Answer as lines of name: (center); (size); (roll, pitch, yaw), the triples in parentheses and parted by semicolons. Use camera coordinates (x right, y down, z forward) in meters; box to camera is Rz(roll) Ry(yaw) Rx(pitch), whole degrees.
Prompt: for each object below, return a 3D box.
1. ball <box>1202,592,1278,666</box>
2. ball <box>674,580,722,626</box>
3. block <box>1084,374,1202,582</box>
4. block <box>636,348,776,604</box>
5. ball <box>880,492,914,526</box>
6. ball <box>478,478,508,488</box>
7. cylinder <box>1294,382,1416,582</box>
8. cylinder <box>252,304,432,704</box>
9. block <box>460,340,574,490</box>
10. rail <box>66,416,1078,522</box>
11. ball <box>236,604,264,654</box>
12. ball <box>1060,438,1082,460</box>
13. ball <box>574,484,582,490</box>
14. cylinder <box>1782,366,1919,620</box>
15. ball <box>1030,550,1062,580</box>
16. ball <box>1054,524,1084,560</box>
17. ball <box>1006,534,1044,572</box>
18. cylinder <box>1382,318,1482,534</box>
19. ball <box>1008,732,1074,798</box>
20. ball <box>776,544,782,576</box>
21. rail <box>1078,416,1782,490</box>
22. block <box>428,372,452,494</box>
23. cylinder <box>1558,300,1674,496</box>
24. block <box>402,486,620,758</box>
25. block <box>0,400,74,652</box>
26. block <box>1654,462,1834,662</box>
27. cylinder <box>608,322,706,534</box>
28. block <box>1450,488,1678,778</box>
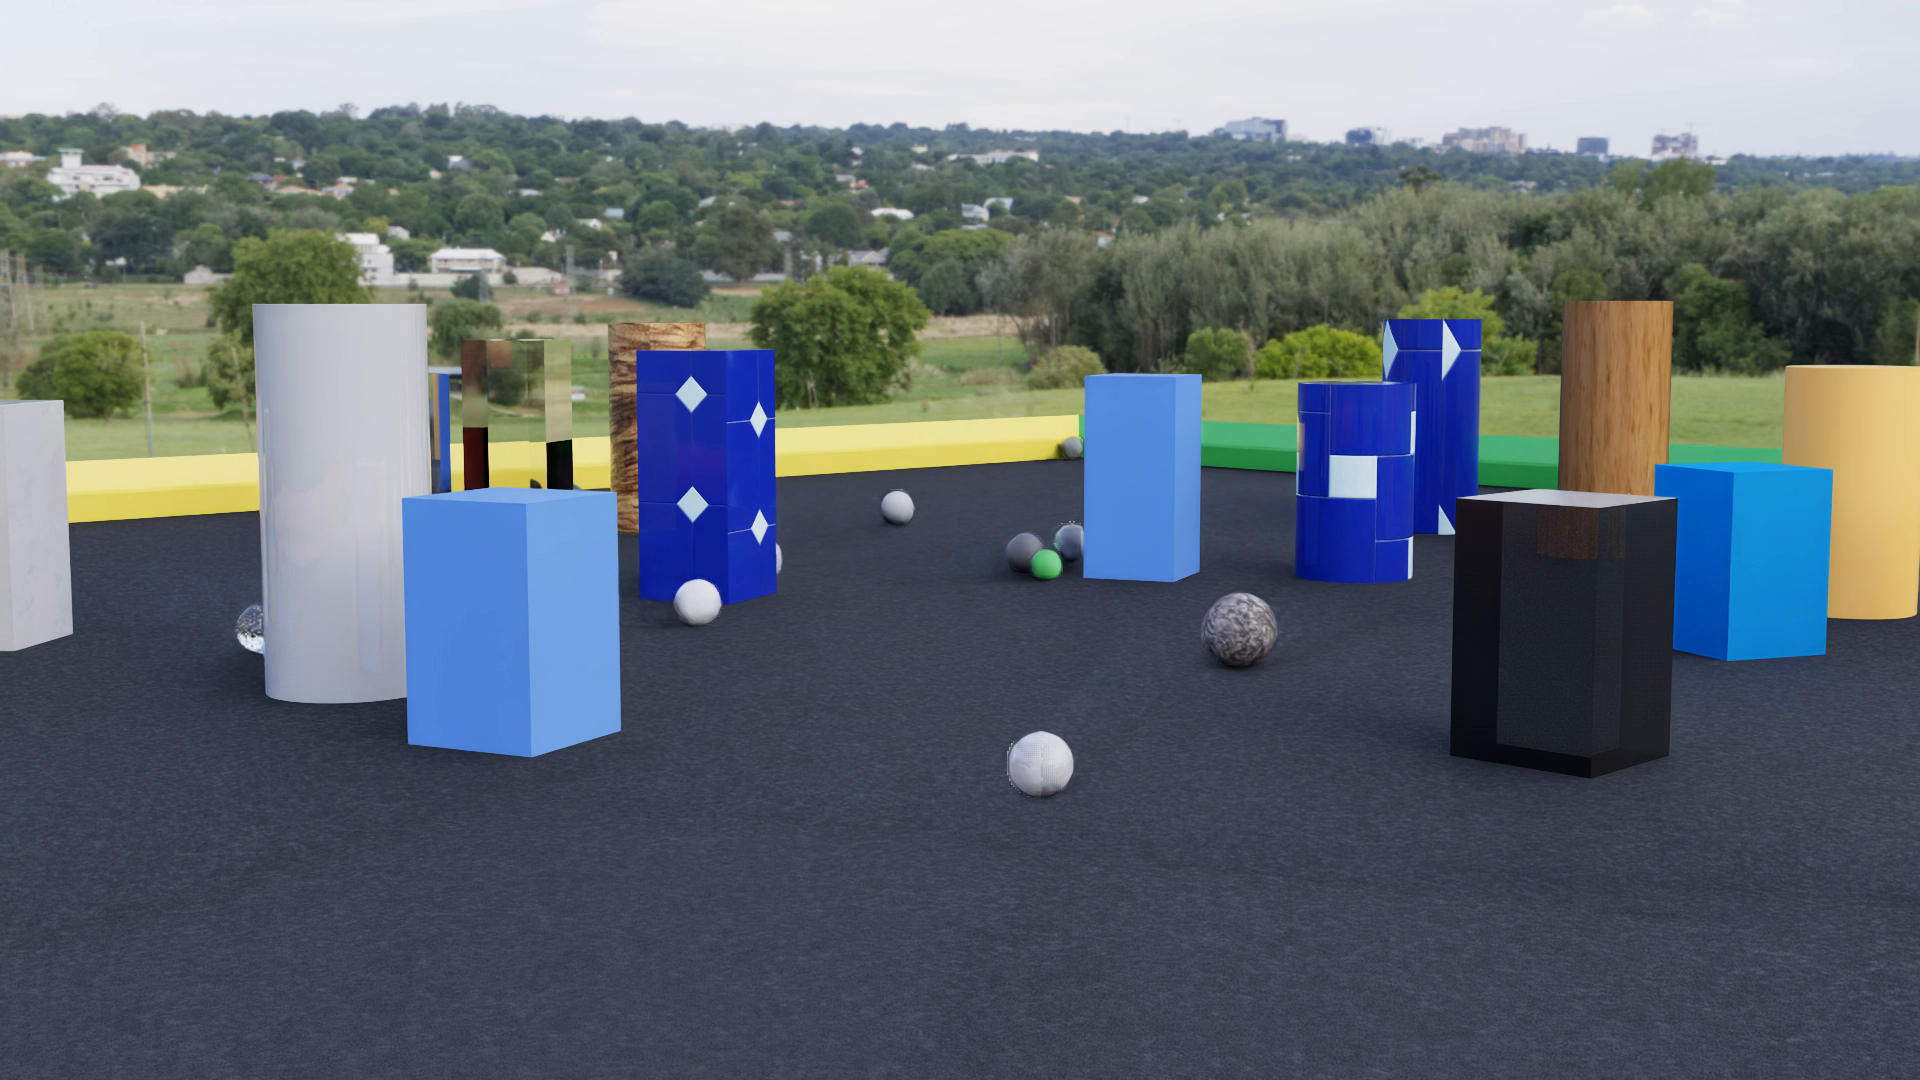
ball: (0.350, 0.112, 2.748); (0.093, 0.093, 0.093); (0, 6, 0)
ball: (-0.370, 0.088, 3.104); (0.066, 0.066, 0.066); (0, 6, 0)
block: (0.307, -0.108, 3.686); (0.155, 0.335, 0.155); (2, 6, 22)
block: (-0.391, -0.103, 3.409); (0.155, 0.382, 0.155); (3, 7, 23)
ball: (-0.129, -0.065, 4.545); (0.070, 0.070, 0.070); (0, 6, 0)
ball: (-1.050, -0.107, 4.949); (0.069, 0.069, 0.069); (0, 6, 0)
cylinder: (0.659, -0.100, 3.669); (0.194, 0.323, 0.194); (0, 6, 0)
cylinder: (-0.716, -0.049, 2.566); (0.194, 0.450, 0.194); (0, 6, 0)
block: (-0.888, -0.210, 4.422); (0.155, 0.384, 0.155); (3, 6, 23)
rail: (-1.476, -0.134, 4.923); (5.034, 0.126, 0.045); (-5, 8, -42)
ball: (-0.908, 0.115, 2.859); (0.063, 0.063, 0.063); (0, 6, 0)
ball: (0.331, -0.270, 6.517); (0.066, 0.066, 0.066); (0, 6, 0)
ball: (-0.894, -0.108, 5.081); (0.043, 0.043, 0.043); (0, 6, 0)
cylinder: (1.316, -0.075, 3.248); (0.194, 0.360, 0.194); (0, 6, 0)
ball: (0.142, 0.041, 3.626); (0.051, 0.051, 0.051); (0, 6, 0)
ball: (0.200, 0.004, 3.910); (0.065, 0.065, 0.065); (0, 6, 0)
ball: (0.111, 0.022, 3.737); (0.066, 0.066, 0.066); (0, 6, 0)
cylinder: (0.949, -0.232, 4.438); (0.194, 0.425, 0.194); (0, 6, 0)
ball: (0.074, 0.205, 2.015); (0.060, 0.060, 0.060); (0, 6, 0)
ball: (-0.330, 0.031, 3.531); (0.090, 0.090, 0.090); (0, 6, 0)
rail: (1.832, -0.144, 5.014); (0.045, 0.126, 4.401); (-5, 8, -42)
block: (-1.076, -0.154, 4.182); (0.155, 0.323, 0.155); (-5, 8, -40)
cylinder: (1.203, -0.209, 4.046); (0.194, 0.459, 0.194); (0, 6, 0)
block: (-0.463, 0.080, 2.283); (0.155, 0.254, 0.155); (3, 7, 26)
block: (-1.305, -0.023, 2.941); (0.155, 0.321, 0.155); (1, 6, 5)
block: (1.021, 0.024, 2.880); (0.155, 0.240, 0.155); (-2, 6, -20)
cylinder: (-0.607, -0.228, 4.426); (0.194, 0.418, 0.194); (0, 6, 0)
block: (0.600, 0.087, 2.189); (0.155, 0.259, 0.155); (6, 8, 45)
